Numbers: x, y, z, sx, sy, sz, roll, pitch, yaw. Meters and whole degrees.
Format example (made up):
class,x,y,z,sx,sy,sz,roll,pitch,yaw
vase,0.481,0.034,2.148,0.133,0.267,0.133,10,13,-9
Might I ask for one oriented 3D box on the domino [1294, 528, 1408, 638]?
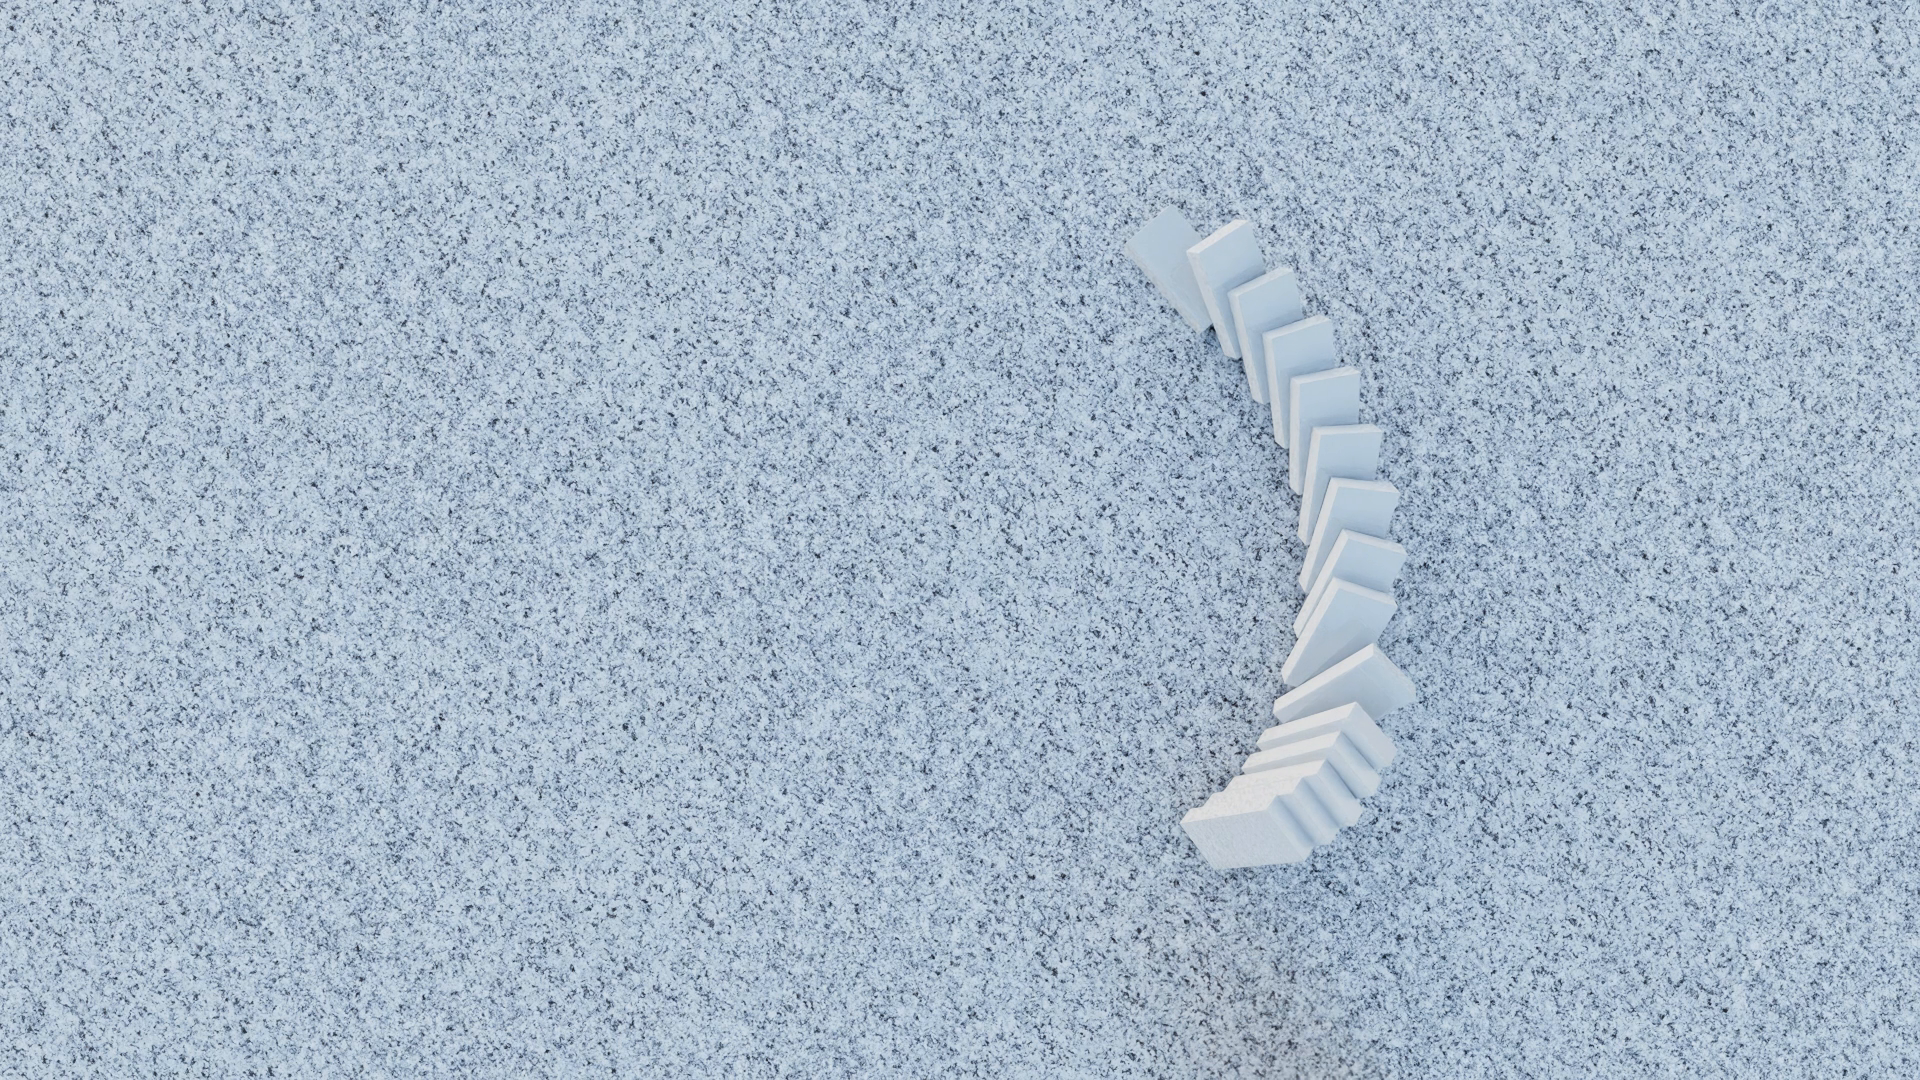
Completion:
class,x,y,z,sx,sy,sz,roll,pitch,yaw
domino,0.163,0.022,0.384,0.025,0.010,0.050,15,118,0

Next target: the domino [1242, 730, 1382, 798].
class,x,y,z,sx,sy,sz,roll,pitch,yaw
domino,0.143,0.096,0.377,0.025,0.050,0.010,50,54,0

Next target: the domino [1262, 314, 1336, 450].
class,x,y,z,sx,sy,sz,roll,pitch,yaw
domino,0.143,-0.066,0.384,0.025,0.009,0.050,-18,117,0

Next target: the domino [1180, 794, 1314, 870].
class,x,y,z,sx,sy,sz,roll,pitch,yaw
domino,0.117,0.121,0.377,0.009,0.050,0.025,-37,90,-37

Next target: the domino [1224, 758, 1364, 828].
class,x,y,z,sx,sy,sz,roll,pitch,yaw
domino,0.136,0.107,0.377,0.010,0.050,0.025,-37,90,-37

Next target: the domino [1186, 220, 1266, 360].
class,x,y,z,sx,sy,sz,roll,pitch,yaw
domino,0.116,-0.104,0.383,0.025,0.010,0.050,-33,119,-4

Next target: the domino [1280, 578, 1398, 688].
class,x,y,z,sx,sy,sz,roll,pitch,yaw
domino,0.158,0.042,0.384,0.025,0.009,0.050,18,118,0

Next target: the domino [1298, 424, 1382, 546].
class,x,y,z,sx,sy,sz,roll,pitch,yaw
domino,0.159,-0.023,0.385,0.025,0.010,0.050,-3,117,0

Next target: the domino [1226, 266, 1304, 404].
class,x,y,z,sx,sy,sz,roll,pitch,yaw
domino,0.131,-0.085,0.384,0.025,0.010,0.050,-25,118,-1

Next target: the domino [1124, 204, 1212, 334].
class,x,y,z,sx,sy,sz,roll,pitch,yaw
domino,0.097,-0.116,0.395,0.025,0.009,0.050,-41,90,0

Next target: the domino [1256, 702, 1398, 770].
class,x,y,z,sx,sy,sz,roll,pitch,yaw
domino,0.150,0.085,0.377,0.025,0.050,0.010,49,54,0

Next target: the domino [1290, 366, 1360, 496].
class,x,y,z,sx,sy,sz,roll,pitch,yaw
domino,0.152,-0.045,0.384,0.025,0.009,0.050,-10,117,0

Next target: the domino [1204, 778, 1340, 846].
class,x,y,z,sx,sy,sz,roll,pitch,yaw
domino,0.127,0.114,0.377,0.009,0.050,0.025,-37,90,-37

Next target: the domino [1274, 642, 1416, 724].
class,x,y,z,sx,sy,sz,roll,pitch,yaw
domino,0.159,0.066,0.381,0.025,0.010,0.050,44,125,-4

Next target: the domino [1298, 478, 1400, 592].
class,x,y,z,sx,sy,sz,roll,pitch,yaw
domino,0.162,0.000,0.384,0.025,0.009,0.050,6,118,0
